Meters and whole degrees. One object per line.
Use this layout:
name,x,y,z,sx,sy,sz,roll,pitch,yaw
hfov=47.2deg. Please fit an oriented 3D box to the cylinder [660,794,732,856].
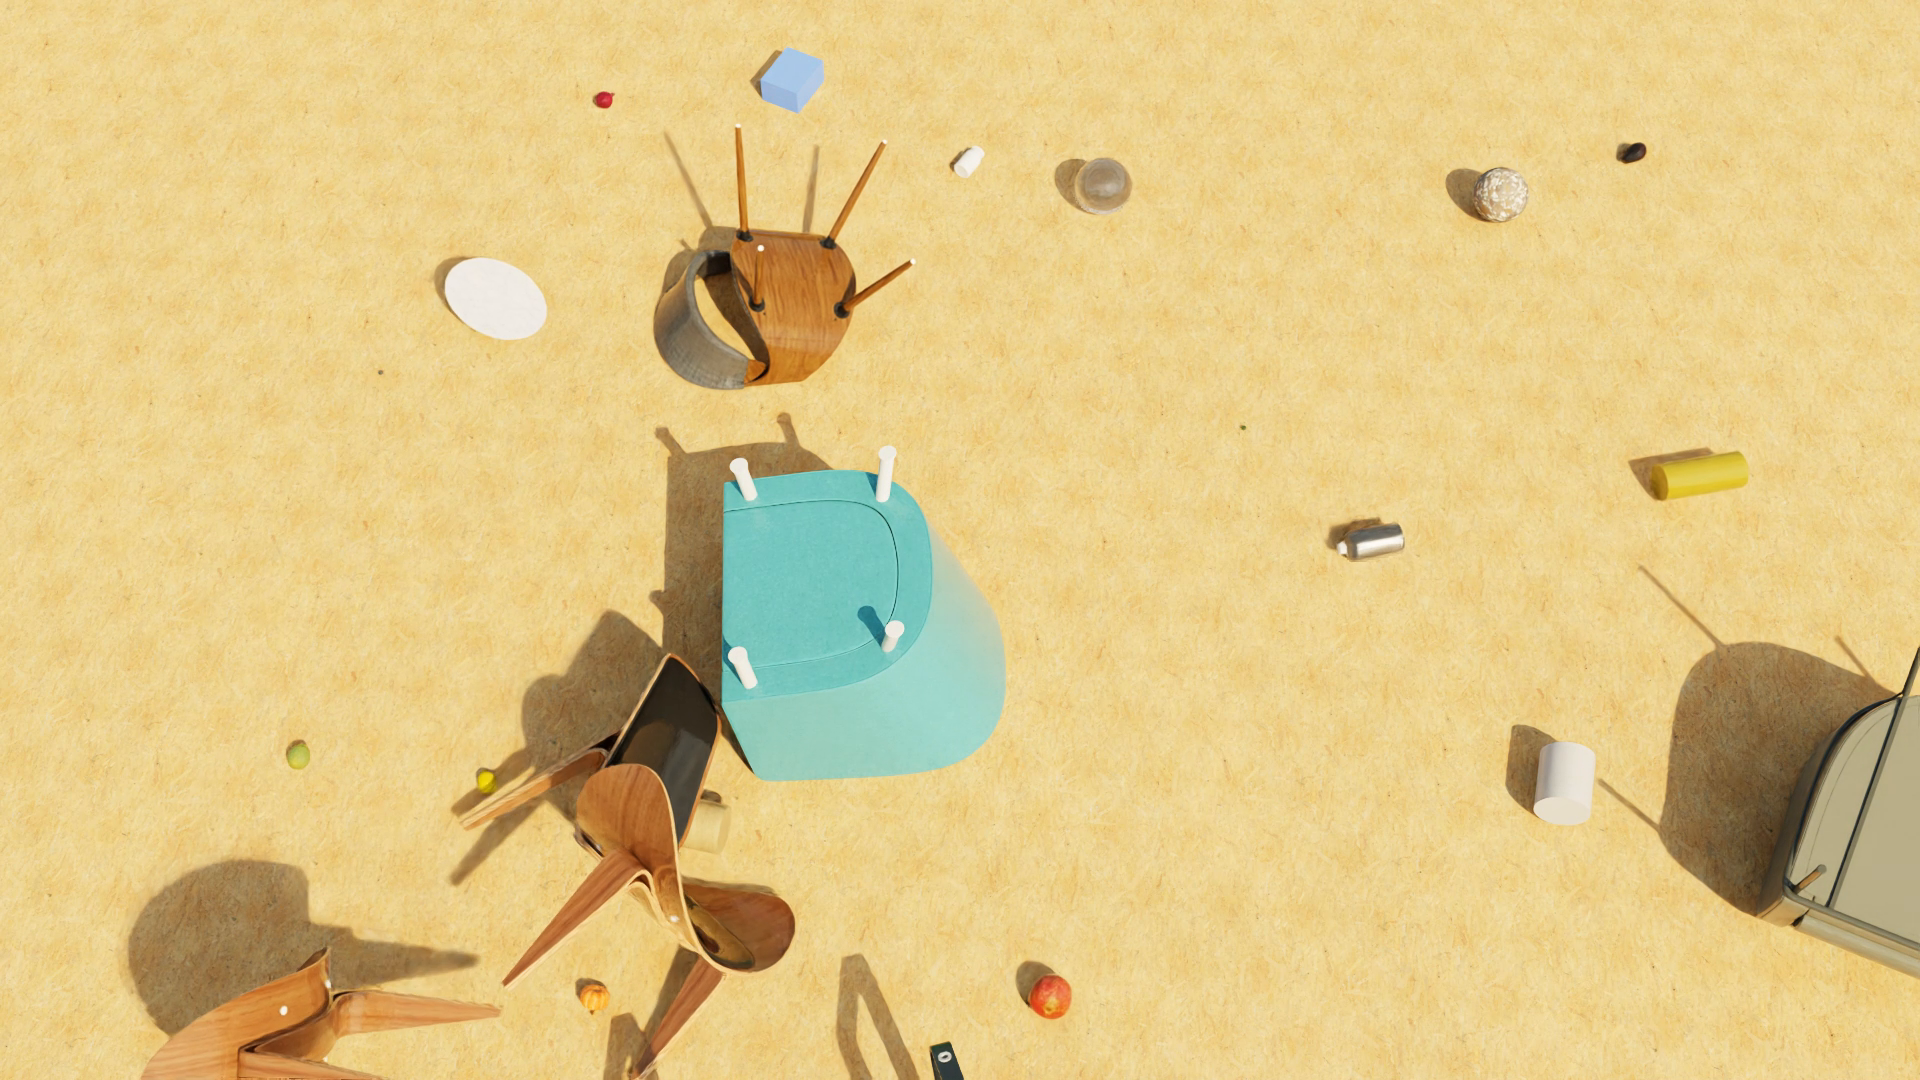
cylinder,-0.716,0.772,5.974,0.159,0.135,0.137,11,97,7

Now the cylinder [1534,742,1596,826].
cylinder,1.660,0.668,6.033,0.150,0.155,0.175,23,56,-8

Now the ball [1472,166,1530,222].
ball,1.777,-1.134,7.226,0.182,0.182,0.182,0,56,0

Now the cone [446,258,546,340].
cone,-1.478,-0.800,7.041,0.331,0.244,0.212,28,16,-17

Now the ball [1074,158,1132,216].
ball,0.473,-1.165,7.243,0.188,0.188,0.188,0,56,0

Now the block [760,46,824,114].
block,-0.577,-1.585,7.580,0.143,0.096,0.181,24,59,15

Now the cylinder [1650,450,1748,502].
cylinder,2.232,-0.192,6.635,0.256,0.113,0.116,-9,32,-6
